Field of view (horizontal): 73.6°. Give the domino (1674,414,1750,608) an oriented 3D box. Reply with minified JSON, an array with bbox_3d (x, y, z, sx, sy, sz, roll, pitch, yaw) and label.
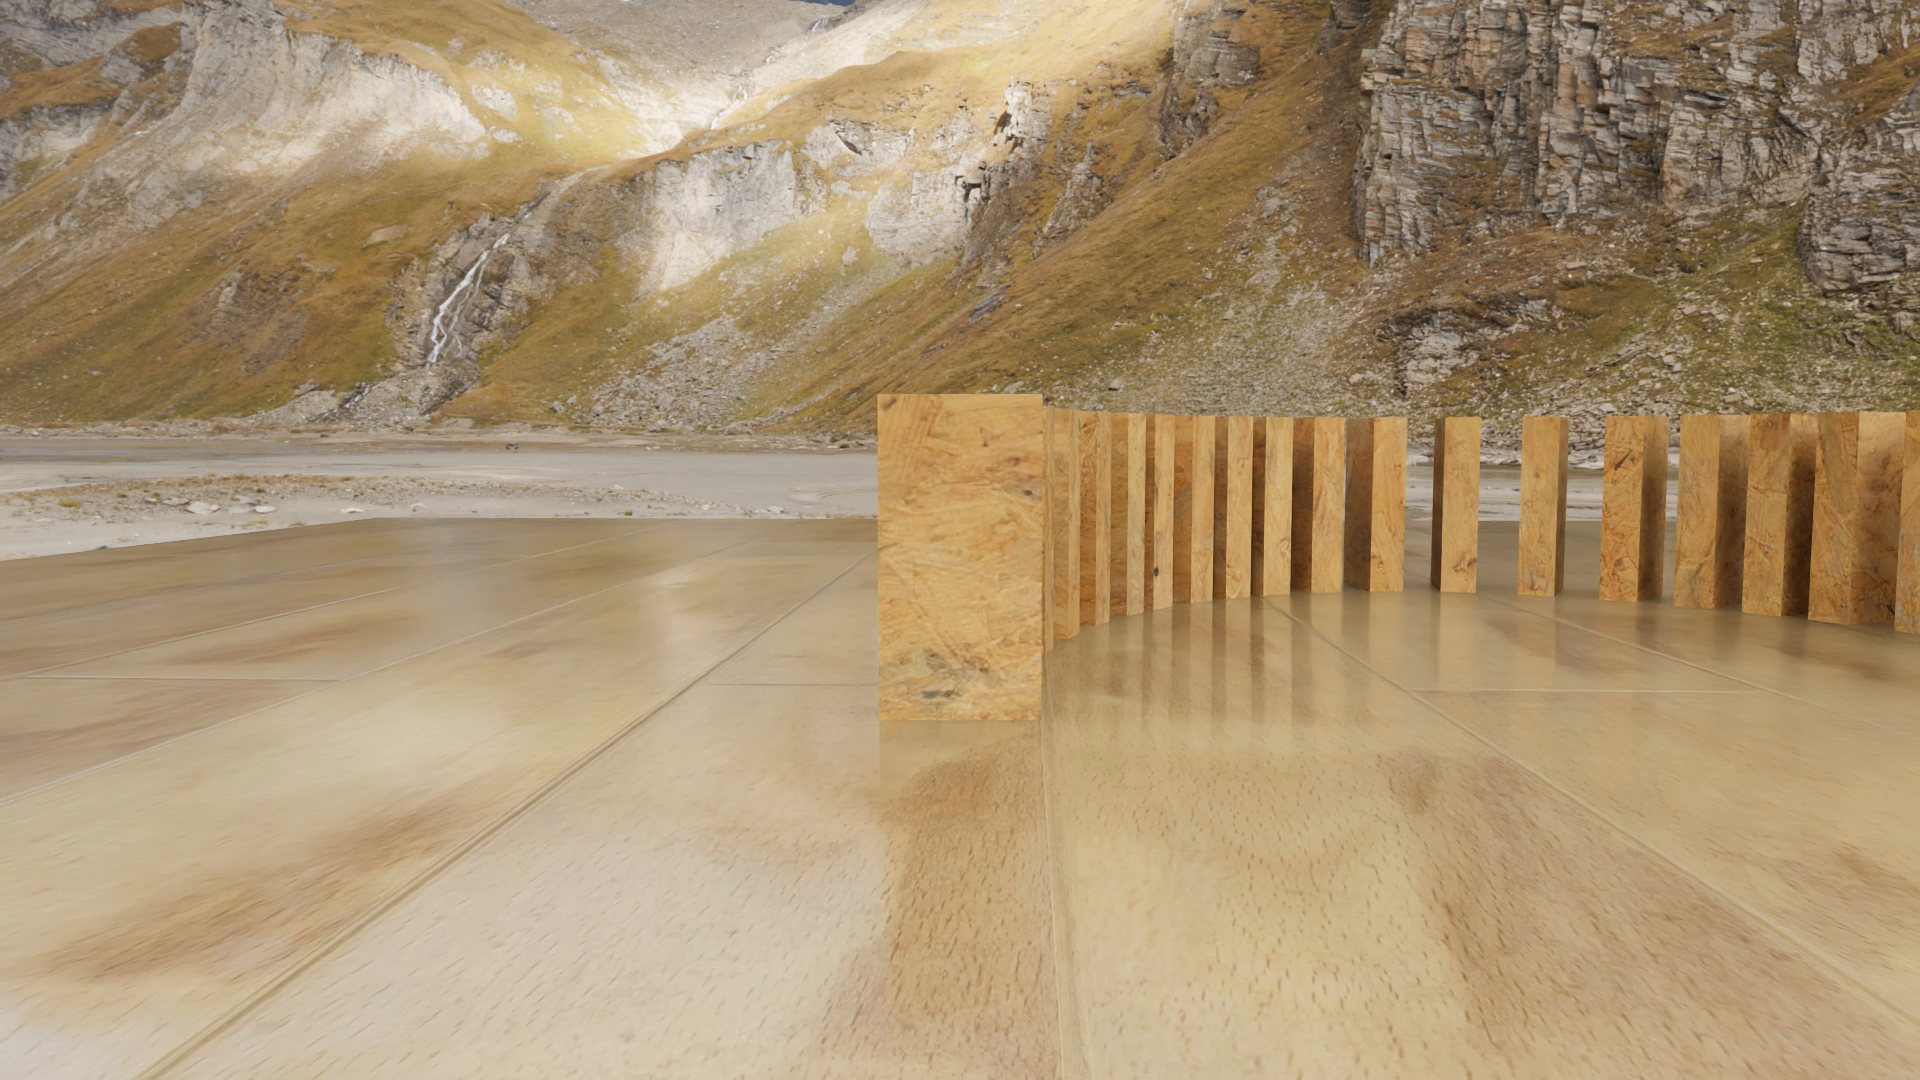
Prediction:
[{"bbox_3d":[0.201,-0.008,0.340,0.025,0.050,0.010,-3,5,-38],"label":"domino"}]

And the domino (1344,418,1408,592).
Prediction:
[{"bbox_3d":[0.123,-0.011,0.381,0.009,0.050,0.025,0,4,-1],"label":"domino"}]

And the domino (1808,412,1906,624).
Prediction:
[{"bbox_3d":[0.219,-0.006,0.310,0.025,0.050,0.009,-2,5,-24],"label":"domino"}]

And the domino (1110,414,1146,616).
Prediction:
[{"bbox_3d":[0.034,-0.007,0.326,0.025,0.050,0.009,3,5,34],"label":"domino"}]

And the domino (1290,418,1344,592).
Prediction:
[{"bbox_3d":[0.102,-0.011,0.378,0.009,0.050,0.025,-1,4,-15],"label":"domino"}]

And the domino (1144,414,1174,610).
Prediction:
[{"bbox_3d":[0.043,-0.008,0.339,0.025,0.050,0.010,4,6,40],"label":"domino"}]

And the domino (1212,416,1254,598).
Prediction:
[{"bbox_3d":[0.070,-0.010,0.364,0.009,0.050,0.025,-3,5,-34],"label":"domino"}]

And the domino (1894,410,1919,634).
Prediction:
[{"bbox_3d":[0.226,-0.004,0.290,0.025,0.050,0.009,-2,5,-20],"label":"domino"}]

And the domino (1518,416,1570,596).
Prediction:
[{"bbox_3d":[0.168,-0.010,0.369,0.009,0.050,0.025,3,5,30],"label":"domino"}]

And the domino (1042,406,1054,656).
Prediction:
[{"bbox_3d":[0.006,-0.002,0.264,0.025,0.050,0.010,1,4,14],"label":"domino"}]

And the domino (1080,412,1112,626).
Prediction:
[{"bbox_3d":[0.023,-0.006,0.308,0.025,0.050,0.009,2,5,27],"label":"domino"}]

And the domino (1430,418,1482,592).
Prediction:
[{"bbox_3d":[0.146,-0.011,0.378,0.009,0.050,0.025,1,4,14],"label":"domino"}]

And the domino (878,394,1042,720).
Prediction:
[{"bbox_3d":[0.000,0.002,0.201,0.025,0.050,0.009,0,4,0],"label":"domino"}]

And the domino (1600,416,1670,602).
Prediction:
[{"bbox_3d":[0.187,-0.009,0.355,0.010,0.050,0.025,4,6,42],"label":"domino"}]

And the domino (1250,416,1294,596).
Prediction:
[{"bbox_3d":[0.084,-0.010,0.372,0.010,0.050,0.025,-2,5,-26],"label":"domino"}]

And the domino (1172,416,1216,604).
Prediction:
[{"bbox_3d":[0.057,-0.009,0.353,0.010,0.050,0.025,-4,6,-42],"label":"domino"}]

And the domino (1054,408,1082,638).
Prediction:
[{"bbox_3d":[0.014,-0.004,0.287,0.025,0.050,0.009,2,5,20],"label":"domino"}]

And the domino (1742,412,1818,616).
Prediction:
[{"bbox_3d":[0.211,-0.007,0.325,0.025,0.050,0.010,-2,5,-29],"label":"domino"}]
